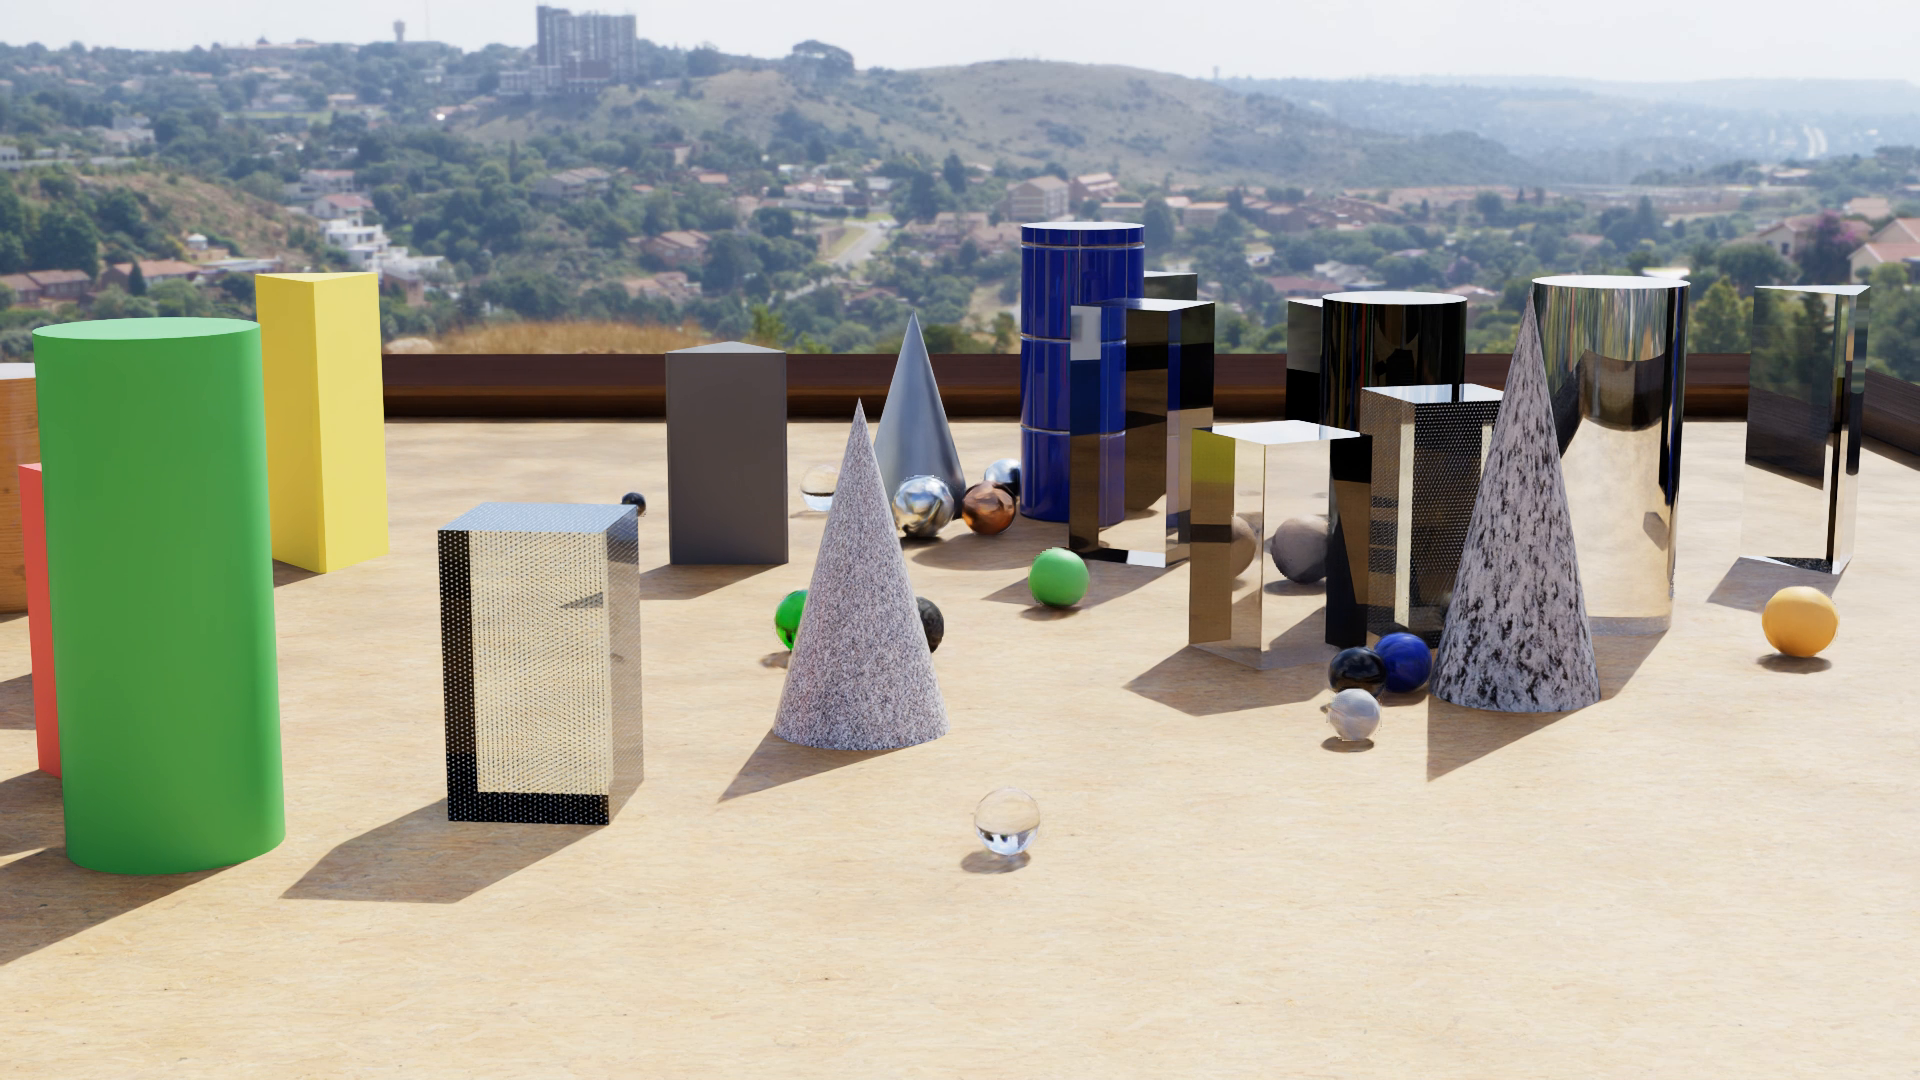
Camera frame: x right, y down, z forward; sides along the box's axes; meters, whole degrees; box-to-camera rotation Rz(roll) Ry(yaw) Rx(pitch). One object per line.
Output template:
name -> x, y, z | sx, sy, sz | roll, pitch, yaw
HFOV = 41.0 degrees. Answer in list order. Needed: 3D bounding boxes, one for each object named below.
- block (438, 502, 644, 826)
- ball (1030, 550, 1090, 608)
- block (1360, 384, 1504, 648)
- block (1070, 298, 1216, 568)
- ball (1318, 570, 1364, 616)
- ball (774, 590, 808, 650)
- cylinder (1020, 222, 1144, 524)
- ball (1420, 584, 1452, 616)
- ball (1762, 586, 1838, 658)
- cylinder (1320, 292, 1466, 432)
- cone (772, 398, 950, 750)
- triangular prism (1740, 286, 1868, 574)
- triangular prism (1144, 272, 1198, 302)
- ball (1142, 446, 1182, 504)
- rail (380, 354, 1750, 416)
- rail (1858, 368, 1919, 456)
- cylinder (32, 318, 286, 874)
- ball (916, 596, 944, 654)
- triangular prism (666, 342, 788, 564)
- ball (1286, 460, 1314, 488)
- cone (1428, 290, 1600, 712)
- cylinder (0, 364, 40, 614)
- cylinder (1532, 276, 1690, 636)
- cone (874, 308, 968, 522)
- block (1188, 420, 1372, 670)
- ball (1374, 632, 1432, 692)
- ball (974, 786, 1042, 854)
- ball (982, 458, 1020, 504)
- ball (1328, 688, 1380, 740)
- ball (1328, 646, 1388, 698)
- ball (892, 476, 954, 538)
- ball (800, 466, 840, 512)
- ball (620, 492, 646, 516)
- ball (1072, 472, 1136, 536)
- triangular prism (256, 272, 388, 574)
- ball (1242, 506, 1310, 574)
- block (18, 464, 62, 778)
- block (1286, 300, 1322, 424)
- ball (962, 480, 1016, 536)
block -> -0.413, 0.119, 2.551 | 0.160, 0.289, 0.160 | 1, 11, 5
ball -> 0.135, 0.053, 3.486 | 0.080, 0.080, 0.080 | 0, 10, 0
block -> 0.619, -0.033, 3.307 | 0.160, 0.314, 0.160 | -3, 11, -16
block -> 0.273, -0.165, 3.845 | 0.160, 0.378, 0.160 | 6, 12, 30
ball -> 0.511, 0.071, 3.444 | 0.060, 0.060, 0.060 | 0, 10, 0
ball -> -0.192, 0.102, 3.216 | 0.081, 0.081, 0.081 | 0, 10, 0
cylinder -> 0.198, -0.276, 4.184 | 0.200, 0.472, 0.200 | 0, 10, 0
ball -> 0.637, 0.080, 3.440 | 0.043, 0.043, 0.043 | 0, 10, 0
ball -> 1.046, 0.102, 3.196 | 0.089, 0.089, 0.089 | 0, 10, 0
cylinder -> 0.605, -0.137, 3.611 | 0.200, 0.408, 0.200 | 0, 10, 0
cone -> -0.110, 0.026, 2.830 | 0.200, 0.371, 0.200 | 0, 10, 0
triangular prism -> 1.284, -0.170, 3.798 | 0.150, 0.405, 0.173 | -7, 13, -34
triangular prism -> 0.301, -0.285, 4.519 | 0.173, 0.370, 0.150 | -7, 12, -32
ball -> 0.322, -0.109, 4.309 | 0.099, 0.099, 0.099 | 0, 10, 0
rail -> -0.011, -0.322, 5.370 | 3.643, 0.130, 0.045 | 0, 10, 0
rail -> 1.798, 0.031, 3.459 | 0.045, 0.130, 3.955 | 0, 10, 0
cylinder -> -0.744, 0.047, 2.393 | 0.200, 0.490, 0.200 | 0, 10, 0
ball -> -0.059, 0.108, 3.187 | 0.079, 0.079, 0.079 | 0, 10, 0
triangular prism -> -0.345, -0.133, 3.846 | 0.173, 0.314, 0.150 | 0, 10, -2
ball -> 0.594, -0.114, 4.478 | 0.048, 0.048, 0.048 | 0, 10, 0
cone -> 0.653, -0.056, 2.981 | 0.200, 0.477, 0.200 | 0, 10, 0
cylinder -> -1.309, -0.074, 3.519 | 0.200, 0.317, 0.200 | 0, 10, 0
cylinder -> 0.846, -0.115, 3.375 | 0.200, 0.450, 0.200 | 0, 10, 0
cone -> -0.076, -0.213, 4.210 | 0.200, 0.340, 0.200 | 0, 10, 0
block -> 0.399, 0.002, 3.212 | 0.160, 0.278, 0.160 | -6, 12, -28
ball -> 0.520, 0.144, 3.017 | 0.071, 0.071, 0.071 | 0, 10, 0
ball -> 0.044, 0.262, 2.399 | 0.063, 0.063, 0.063 | 0, 10, 0
ball -> 0.078, -0.097, 4.296 | 0.080, 0.080, 0.080 | 0, 10, 0
ball -> 0.431, 0.190, 2.805 | 0.057, 0.057, 0.057 | 0, 10, 0
ball -> 0.459, 0.155, 2.965 | 0.067, 0.067, 0.067 | 0, 10, 0
ball -> -0.057, -0.051, 4.002 | 0.097, 0.097, 0.097 | 0, 10, 0
ball -> -0.225, -0.085, 4.241 | 0.077, 0.077, 0.077 | 0, 10, 0
ball -> -0.533, -0.058, 4.186 | 0.043, 0.043, 0.043 | 0, 10, 0
ball -> 0.227, -0.057, 4.024 | 0.100, 0.100, 0.100 | 0, 10, 0
triangular prism -> -0.924, -0.180, 3.802 | 0.150, 0.423, 0.173 | -9, 14, -39
ball -> 0.457, 0.000, 3.720 | 0.098, 0.098, 0.098 | 0, 10, 0
block -> -0.854, 0.082, 2.661 | 0.160, 0.322, 0.160 | -10, 14, -43
block -> 0.641, -0.214, 4.196 | 0.160, 0.347, 0.160 | -4, 11, -19
ball -> 0.045, -0.050, 4.027 | 0.086, 0.086, 0.086 | 0, 10, 0
